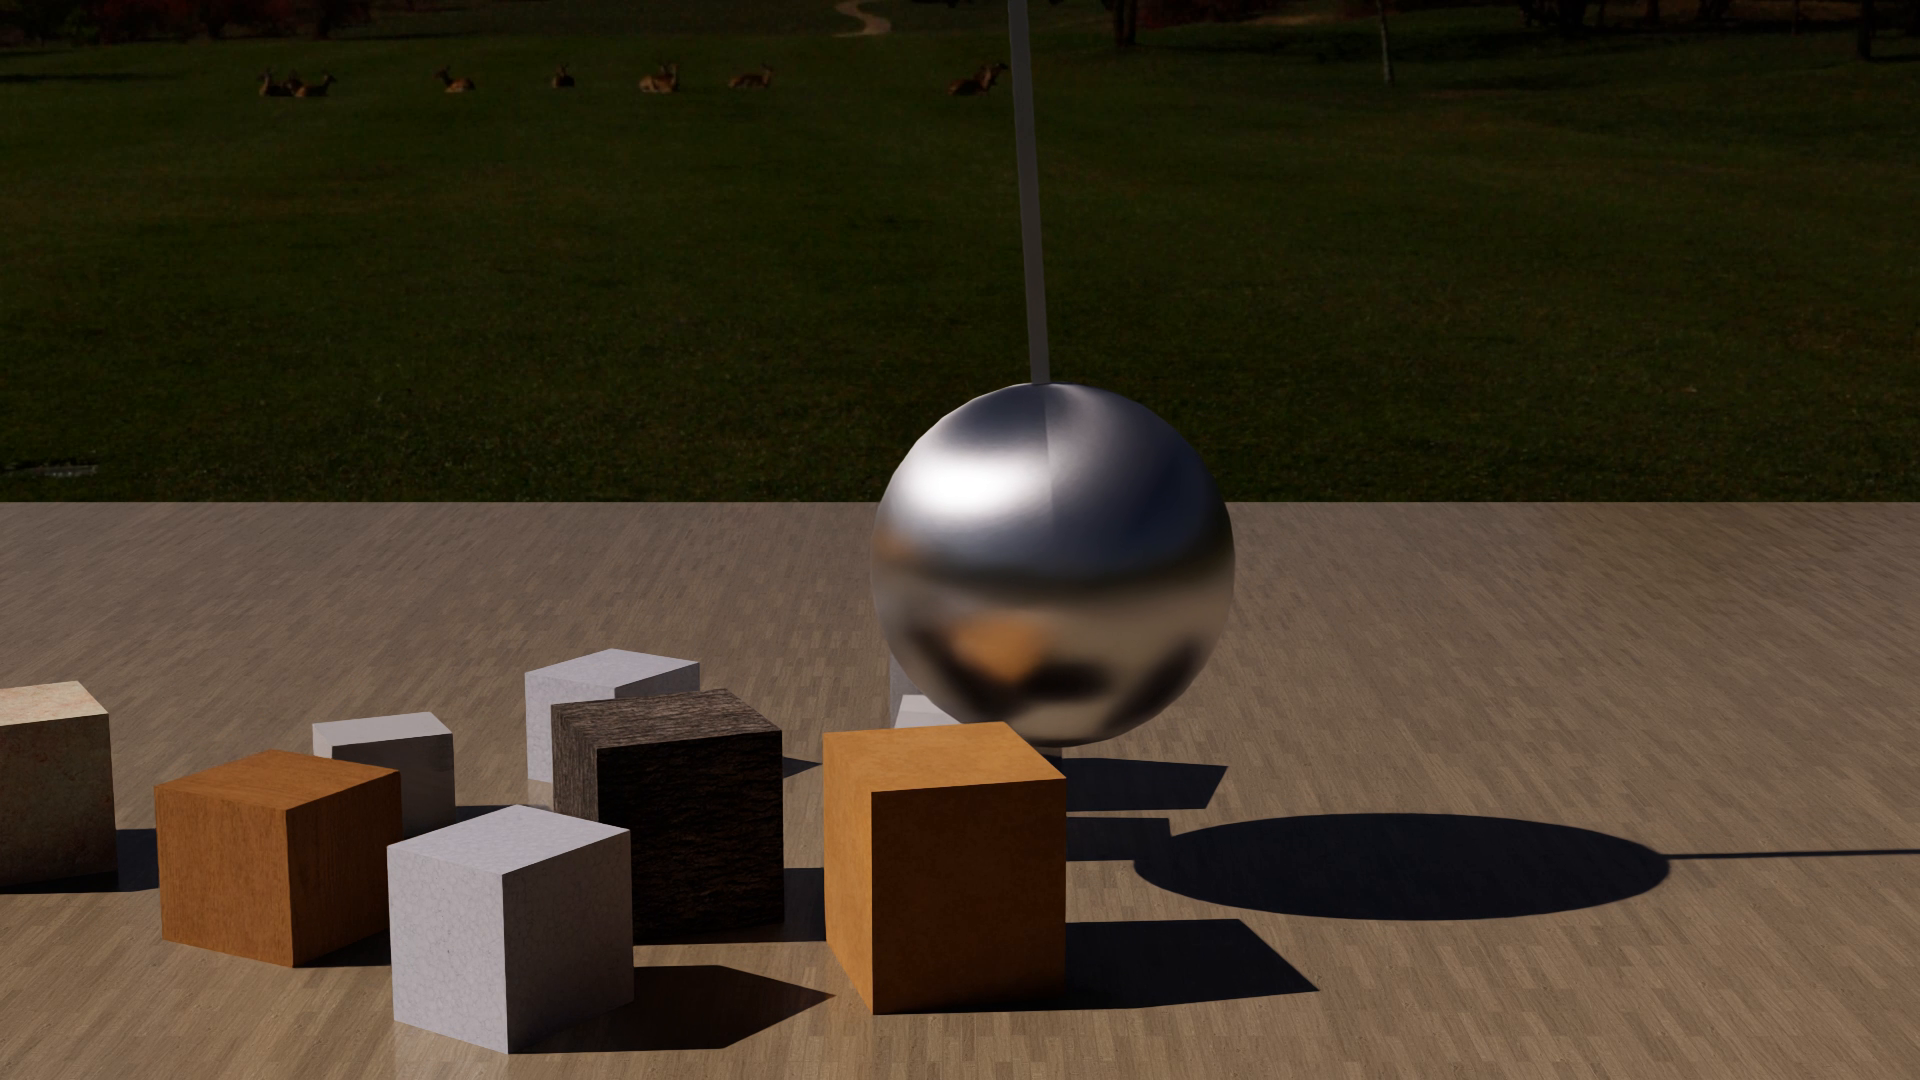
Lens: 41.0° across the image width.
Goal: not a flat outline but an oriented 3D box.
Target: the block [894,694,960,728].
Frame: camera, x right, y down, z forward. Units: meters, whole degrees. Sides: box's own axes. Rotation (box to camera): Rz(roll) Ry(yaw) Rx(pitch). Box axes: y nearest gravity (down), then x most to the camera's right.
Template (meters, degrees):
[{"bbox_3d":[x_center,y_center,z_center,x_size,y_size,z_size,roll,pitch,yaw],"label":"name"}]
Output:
[{"bbox_3d":[0.003,1.093,11.848,0.572,0.610,0.656,0,10,2],"label":"block"}]

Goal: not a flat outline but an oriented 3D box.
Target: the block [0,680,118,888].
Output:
[{"bbox_3d":[-4.261,1.097,11.516,0.752,0.721,0.706,-6,12,-29],"label":"block"}]

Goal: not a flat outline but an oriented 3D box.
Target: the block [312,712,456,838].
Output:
[{"bbox_3d":[-2.715,1.118,12.093,0.560,0.474,0.454,-5,11,-24],"label":"block"}]

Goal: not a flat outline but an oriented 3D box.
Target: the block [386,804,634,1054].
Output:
[{"bbox_3d":[-1.689,1.451,9.684,0.598,0.679,0.677,7,13,35],"label":"block"}]

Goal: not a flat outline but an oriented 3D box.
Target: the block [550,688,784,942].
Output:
[{"bbox_3d":[-1.247,1.155,10.887,0.783,0.832,0.791,-4,11,-22],"label":"block"}]

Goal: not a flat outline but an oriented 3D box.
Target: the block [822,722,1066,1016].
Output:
[{"bbox_3d":[-0.075,1.271,10.134,0.759,0.873,0.895,-3,11,-14],"label":"block"}]

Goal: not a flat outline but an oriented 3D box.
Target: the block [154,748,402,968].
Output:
[{"bbox_3d":[-2.802,1.299,10.603,0.713,0.651,0.672,6,12,28],"label":"block"}]

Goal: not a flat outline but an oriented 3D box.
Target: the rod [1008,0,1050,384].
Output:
[{"bbox_3d":[0.174,-3.231,10.593,0.080,5.200,0.080,-4,10,1],"label":"rod"}]

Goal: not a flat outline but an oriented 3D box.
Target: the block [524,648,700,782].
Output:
[{"bbox_3d":[-1.754,0.913,13.015,0.586,0.547,0.662,7,12,32],"label":"block"}]

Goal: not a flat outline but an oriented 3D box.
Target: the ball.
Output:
[{"bbox_3d":[0.402,0.107,11.200,1.600,1.600,1.600,0,10,0],"label":"ball"}]

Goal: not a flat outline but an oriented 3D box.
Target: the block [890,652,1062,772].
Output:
[{"bbox_3d":[0.091,0.856,12.748,0.687,0.754,0.808,2,11,13],"label":"block"}]
